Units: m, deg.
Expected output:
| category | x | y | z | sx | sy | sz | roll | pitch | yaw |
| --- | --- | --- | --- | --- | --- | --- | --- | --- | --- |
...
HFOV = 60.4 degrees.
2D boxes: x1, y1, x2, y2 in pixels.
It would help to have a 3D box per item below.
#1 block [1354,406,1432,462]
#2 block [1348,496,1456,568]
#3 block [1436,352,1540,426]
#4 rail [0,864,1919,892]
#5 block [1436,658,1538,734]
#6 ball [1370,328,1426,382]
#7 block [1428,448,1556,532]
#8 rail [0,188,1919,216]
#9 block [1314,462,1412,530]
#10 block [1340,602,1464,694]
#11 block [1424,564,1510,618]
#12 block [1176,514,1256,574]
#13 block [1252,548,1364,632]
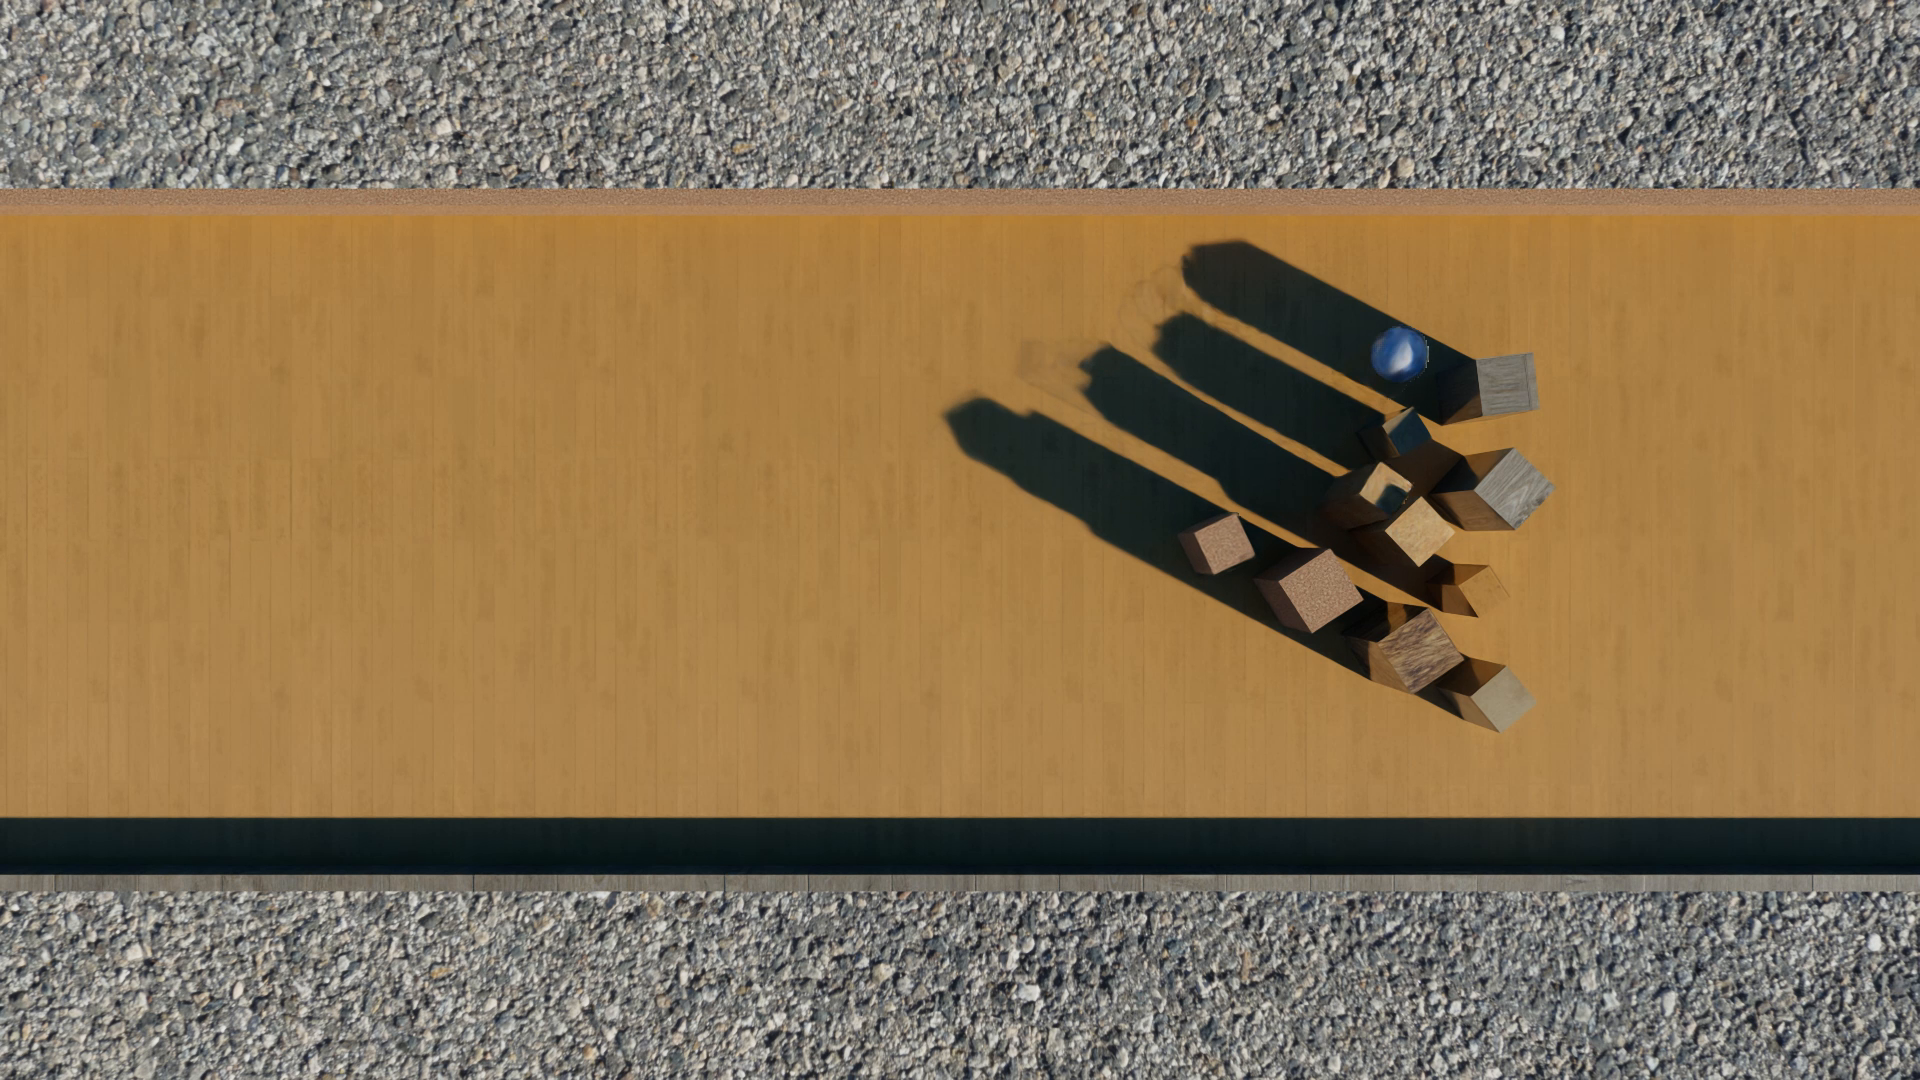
| category | x | y | z | sx | sy | sz | roll | pitch | yaw |
| --- | --- | --- | --- | --- | --- | --- | --- | --- | --- |
| block | 1.287 | -0.313 | 4.912 | 0.105 | 0.328 | 0.105 | -32 | 90 | 0 |
| block | 1.293 | -0.024 | 4.855 | 0.141 | 0.442 | 0.141 | -43 | 90 | 0 |
| block | 1.553 | -0.442 | 4.876 | 0.164 | 0.401 | 0.164 | -7 | 90 | 0 |
| rail | -2.247 | 1.025 | 5.001 | 12.000 | 0.150 | 0.050 | 0 | 90 | 0 |
| block | 1.560 | 0.458 | 4.902 | 0.138 | 0.349 | 0.138 | -40 | 90 | 0 |
| ball | 1.287 | -0.544 | 4.842 | 0.161 | 0.161 | 0.161 | 0 | 90 | 0 |
| block | 1.554 | -0.143 | 4.848 | 0.164 | 0.457 | 0.164 | 44 | 90 | 0 |
| rail | -2.247 | -1.025 | 5.002 | 12.000 | 0.150 | 0.050 | 0 | 90 | 0 |
| block | 1.187 | -0.127 | 4.872 | 0.115 | 0.394 | 0.115 | 35 | 83 | -2 |
| block | 1.291 | 0.312 | 4.848 | 0.177 | 0.456 | 0.177 | -34 | 90 | 0 |
| block | 1.504 | 0.148 | 4.902 | 0.109 | 0.348 | 0.109 | -33 | 90 | 0 |
| block | 0.754 | 0.013 | 4.885 | 0.132 | 0.382 | 0.132 | -26 | 90 | 0 |
| block | 1.016 | 0.143 | 4.859 | 0.173 | 0.434 | 0.173 | -33 | 90 | 0 |
